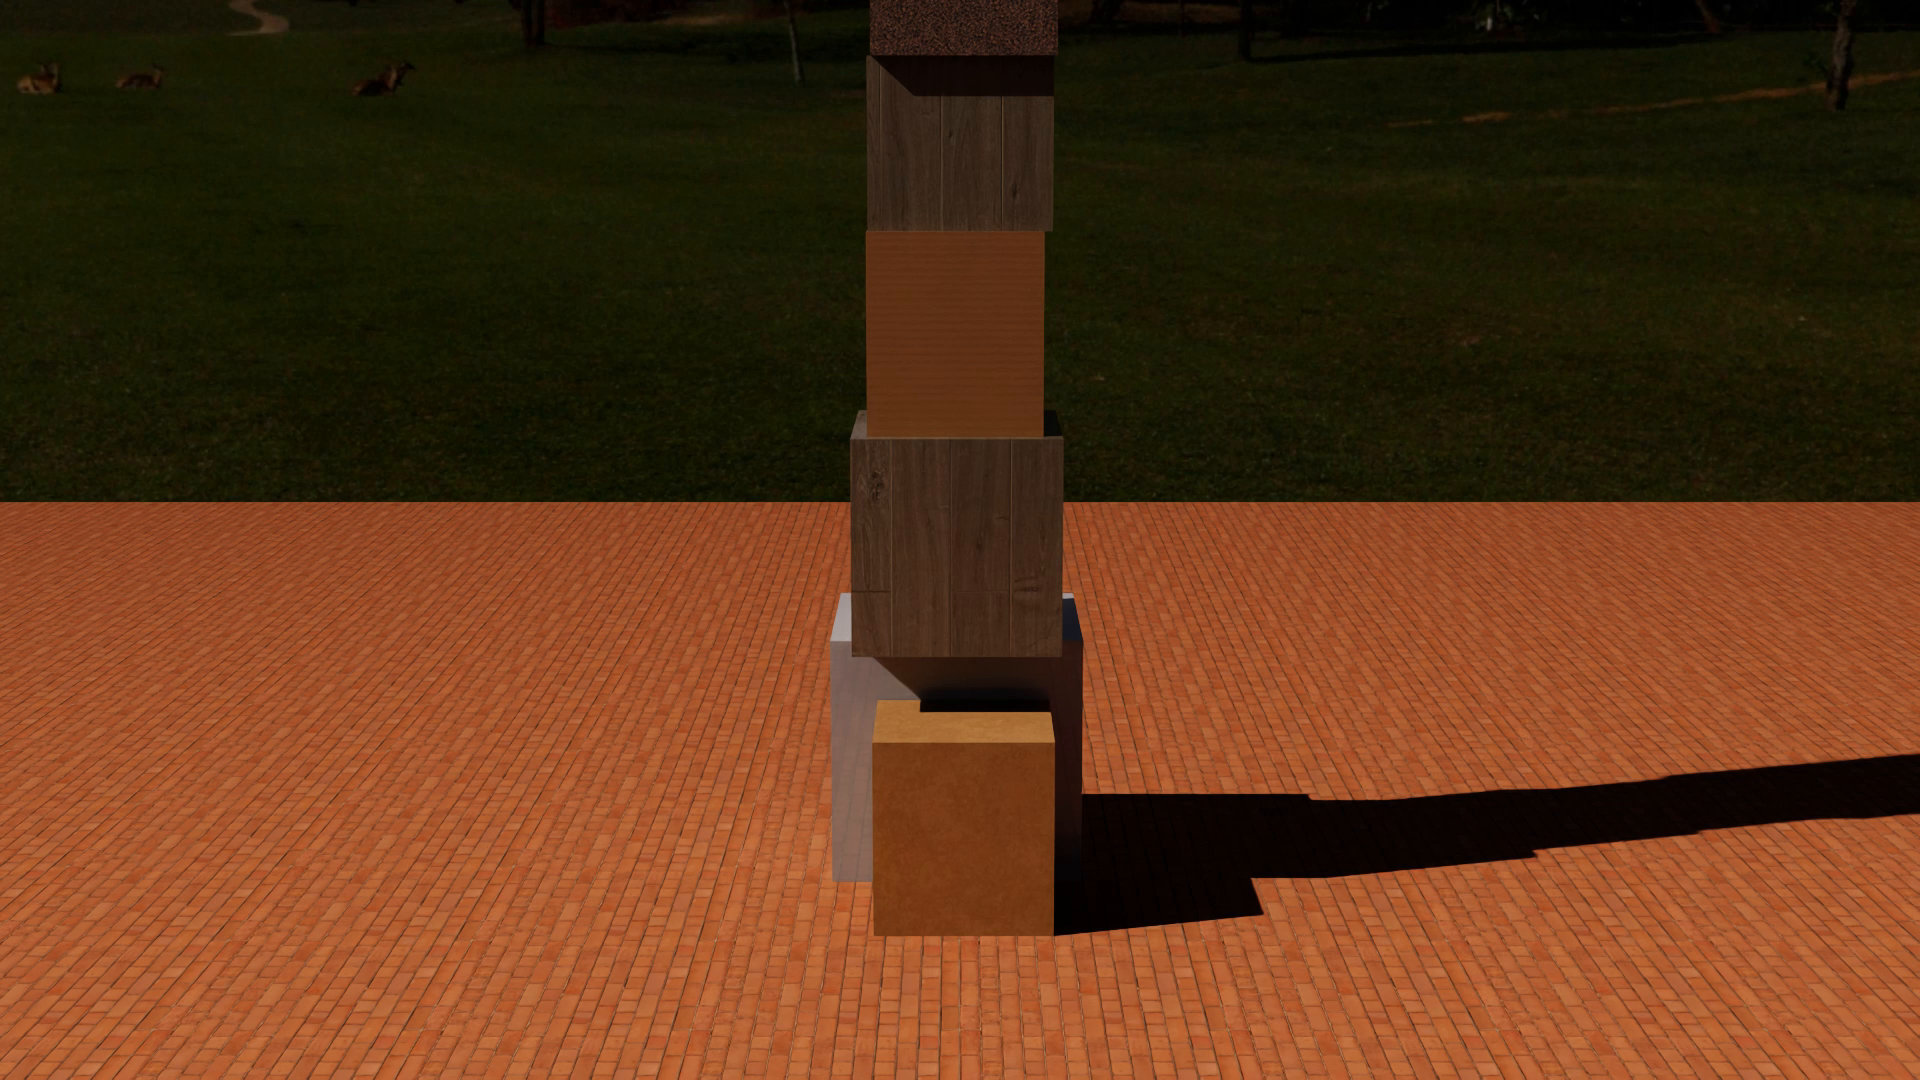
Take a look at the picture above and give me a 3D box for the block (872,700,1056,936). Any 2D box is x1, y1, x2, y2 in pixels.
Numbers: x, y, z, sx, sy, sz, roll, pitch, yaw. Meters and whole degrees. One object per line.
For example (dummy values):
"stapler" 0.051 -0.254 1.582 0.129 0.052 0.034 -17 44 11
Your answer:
"block" 0.015 1.165 10.858 0.743 0.824 0.714 0 10 0

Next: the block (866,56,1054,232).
"block" 0.001 -1.687 10.874 0.767 0.716 0.655 0 10 0

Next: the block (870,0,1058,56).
"block" 0.016 -2.405 10.743 0.764 0.742 0.767 0 10 0

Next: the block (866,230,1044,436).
"block" -0.020 -0.918 11.013 0.736 0.848 0.771 0 10 0

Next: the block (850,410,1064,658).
"block" -0.013 -0.046 11.172 0.885 0.924 0.935 0 10 0

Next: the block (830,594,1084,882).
"block" -0.014 0.877 11.708 1.096 1.085 1.041 0 10 0
